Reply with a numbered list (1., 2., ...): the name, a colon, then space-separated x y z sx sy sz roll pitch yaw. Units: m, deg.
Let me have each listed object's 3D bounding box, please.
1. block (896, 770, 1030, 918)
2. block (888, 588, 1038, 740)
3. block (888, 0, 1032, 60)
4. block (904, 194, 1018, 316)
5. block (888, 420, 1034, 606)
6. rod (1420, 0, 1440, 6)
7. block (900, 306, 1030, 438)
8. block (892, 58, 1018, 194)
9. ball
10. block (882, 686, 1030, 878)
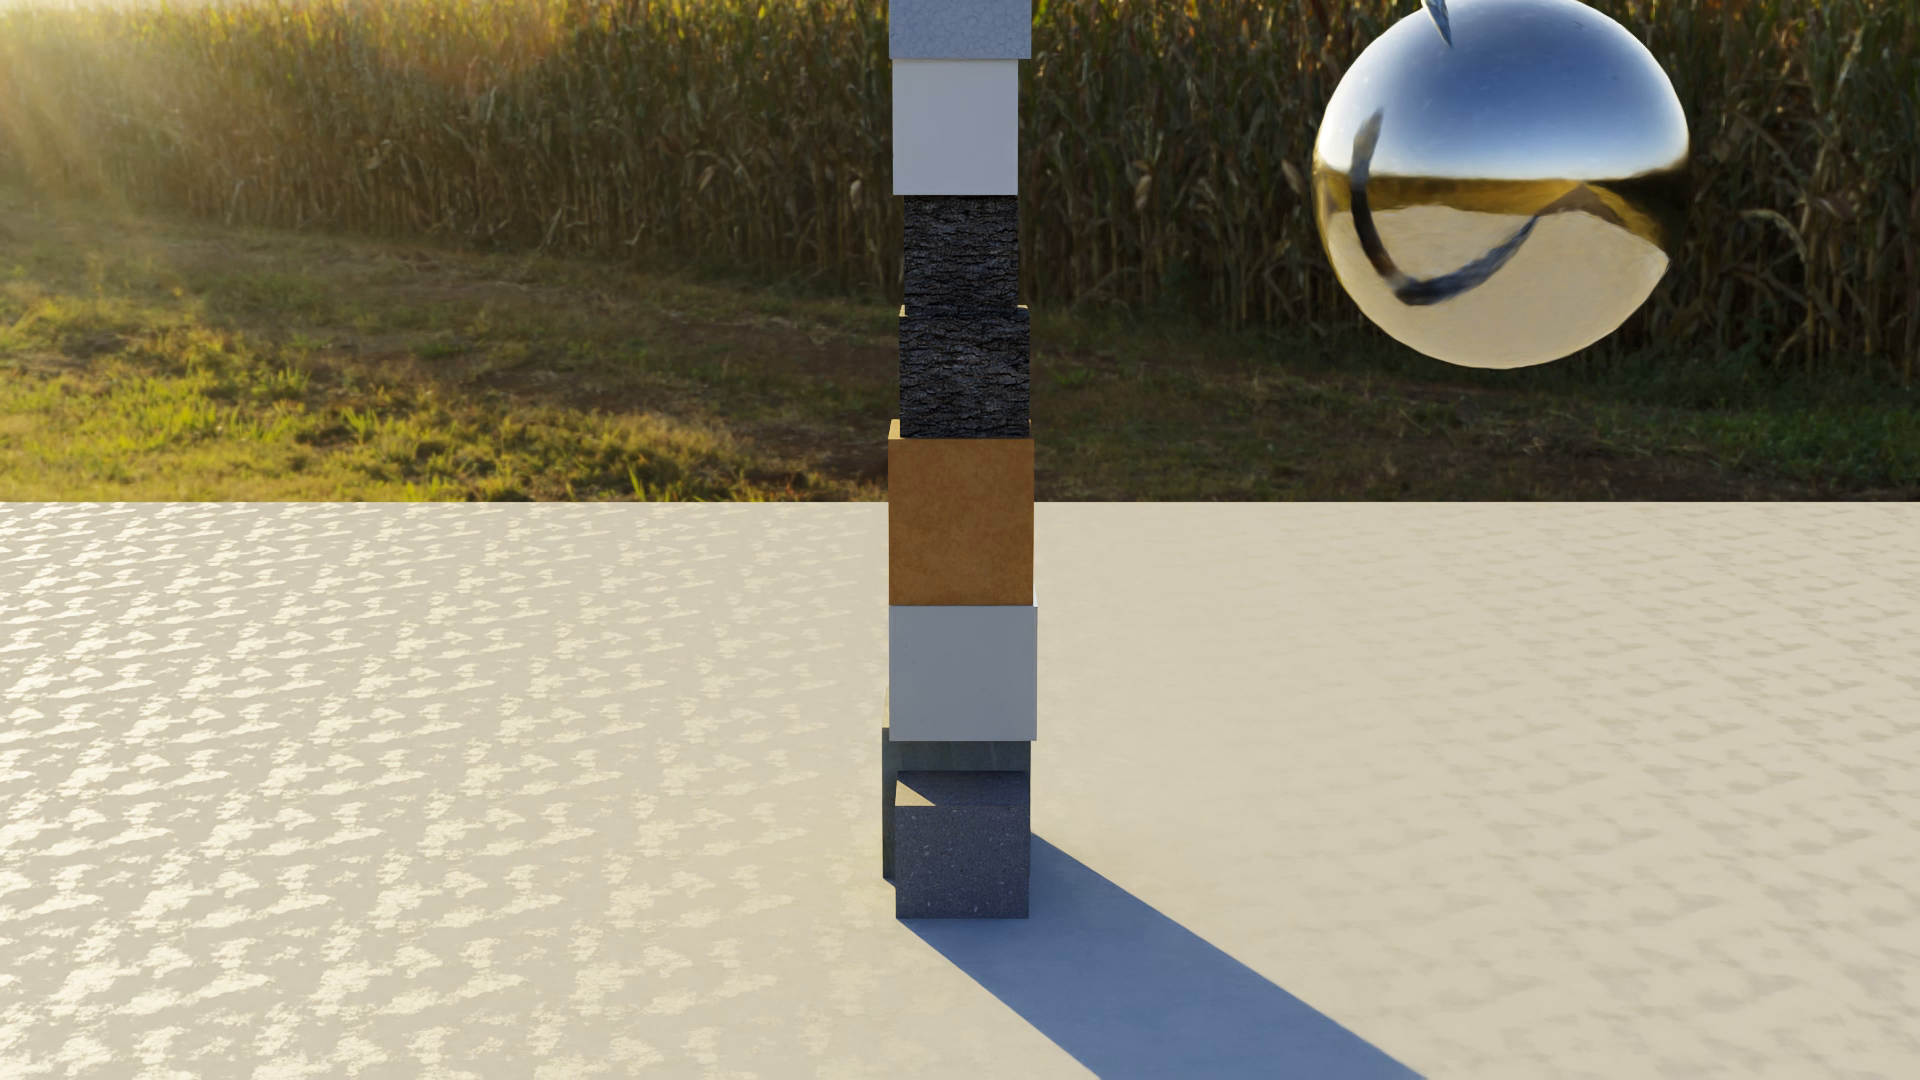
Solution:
1. block: 0.009 1.302 11.023 0.560 0.493 0.544 0 10 0
2. block: 0.014 0.511 11.273 0.632 0.588 0.678 0 10 0
3. block: 0.001 -2.259 10.770 0.582 0.472 0.594 0 10 0
4. block: 0.005 -1.232 10.956 0.476 0.504 0.438 0 10 0
5. block: 0.005 -0.129 11.157 0.615 0.713 0.621 0 10 0
6. rod: 0.994 -4.618 10.341 0.080 5.200 0.080 -22 10 4
7. block: 0.019 -0.732 11.047 0.547 0.512 0.516 0 10 0
8. block: -0.019 -1.753 10.862 0.517 0.556 0.523 0 10 0
9. ball: 2.295 -1.527 10.903 1.600 1.600 1.600 0 10 0
10. block: -0.016 1.089 11.660 0.654 0.687 0.765 0 10 0
